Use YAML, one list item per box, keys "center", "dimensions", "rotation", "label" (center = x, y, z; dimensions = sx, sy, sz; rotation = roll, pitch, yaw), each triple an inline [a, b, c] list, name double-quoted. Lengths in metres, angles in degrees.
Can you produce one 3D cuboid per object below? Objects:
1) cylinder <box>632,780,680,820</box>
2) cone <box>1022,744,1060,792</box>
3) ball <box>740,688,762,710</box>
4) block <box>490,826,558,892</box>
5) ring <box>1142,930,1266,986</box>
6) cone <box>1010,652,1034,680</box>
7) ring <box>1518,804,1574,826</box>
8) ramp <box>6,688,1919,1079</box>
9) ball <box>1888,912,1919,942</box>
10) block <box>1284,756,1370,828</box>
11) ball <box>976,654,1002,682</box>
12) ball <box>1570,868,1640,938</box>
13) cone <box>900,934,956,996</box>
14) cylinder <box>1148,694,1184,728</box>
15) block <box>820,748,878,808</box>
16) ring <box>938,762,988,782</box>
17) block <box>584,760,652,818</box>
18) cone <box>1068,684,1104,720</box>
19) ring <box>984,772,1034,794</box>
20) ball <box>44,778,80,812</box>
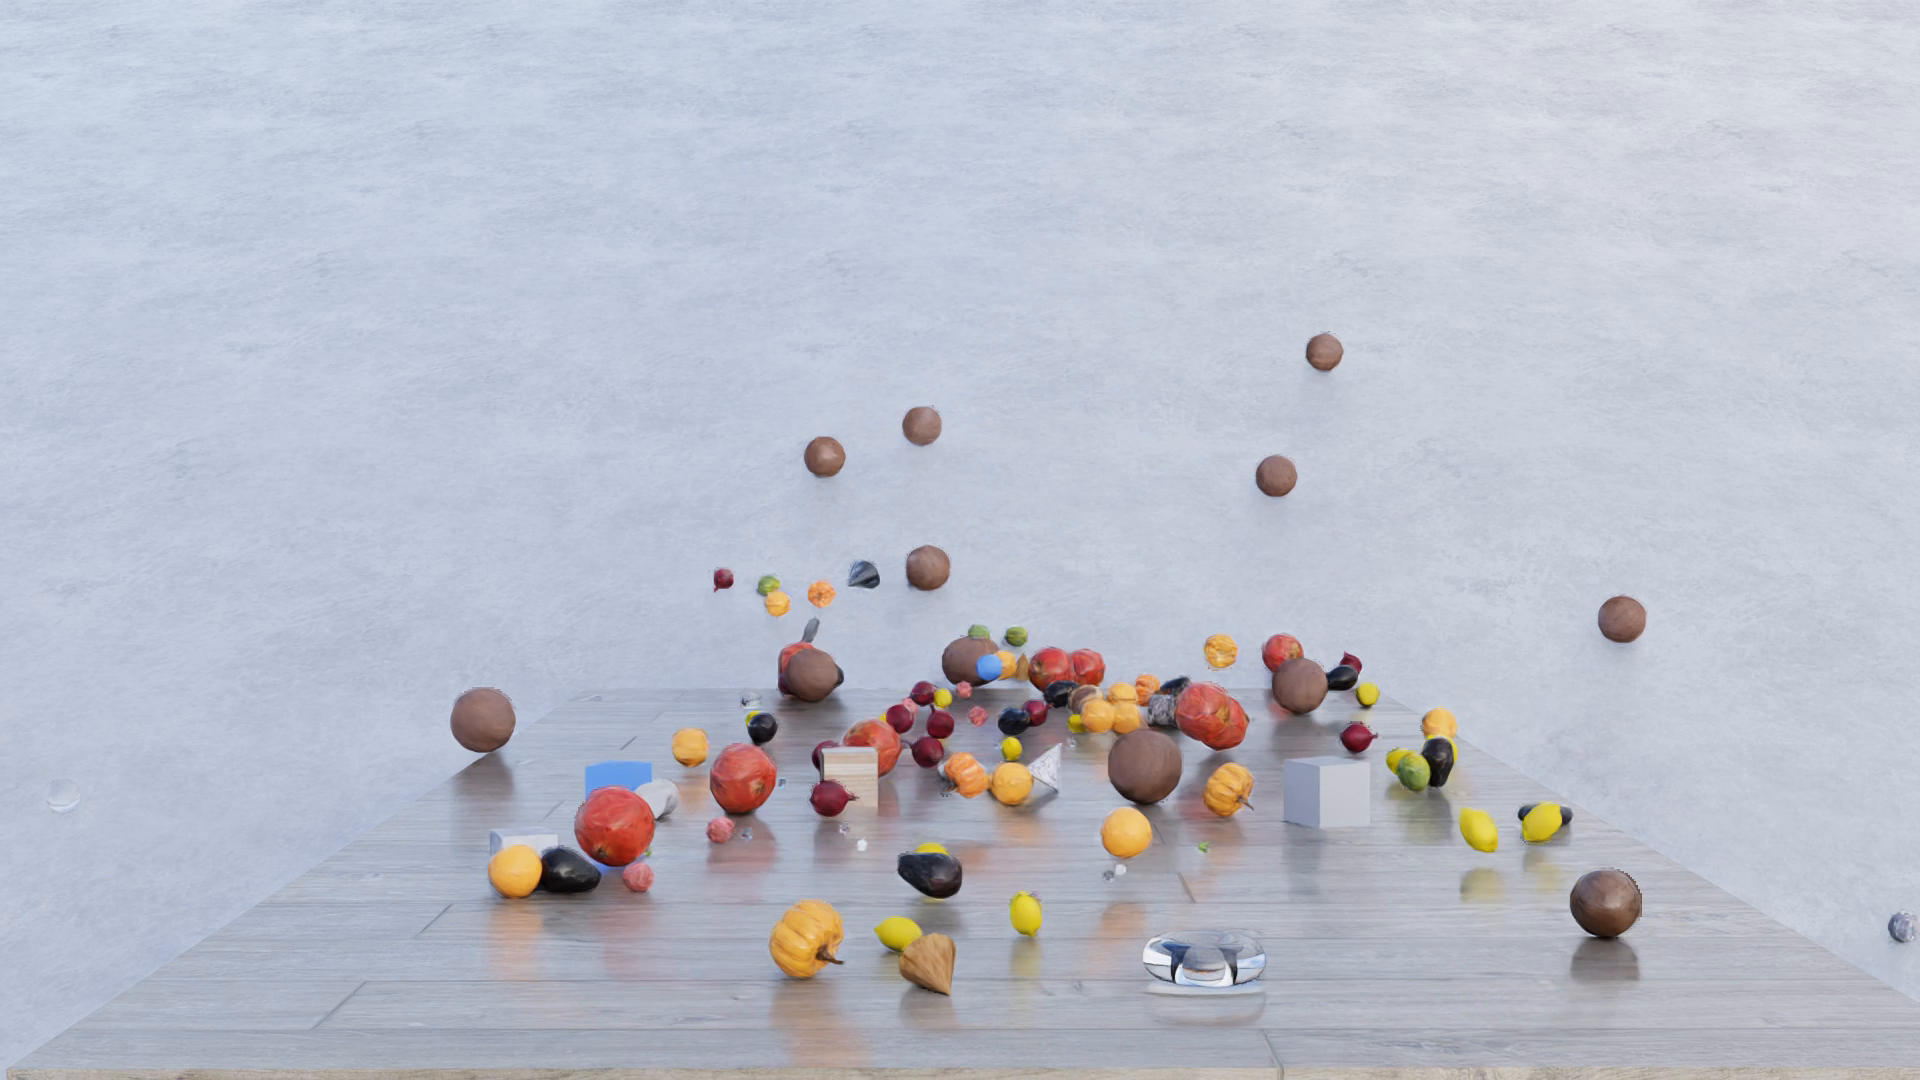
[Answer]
- center: [-0.504, 0.429, 4.261]
  dimensions: [0.060, 0.060, 0.060]
  rotation: [7, 4, 14]
  label: "cylinder"
- center: [0.161, 0.394, 4.576]
  dimensions: [0.078, 0.078, 0.078]
  rotation: [29, -7, 4]
  label: "cone"
- center: [-0.487, 0.371, 5.992]
  dimensions: [0.050, 0.050, 0.050]
  rotation: [0, 24, 0]
  label: "ball"
- center: [-0.609, 0.445, 3.595]
  dimensions: [0.077, 0.077, 0.077]
  rotation: [-1, 2, -23]
  label: "block"
- center: [0.282, 0.482, 2.973]
  dimensions: [0.143, 0.048, 0.143]
  rotation: [1, 1, 0]
  label: "ring"
- center: [0.166, 0.325, 6.792]
  dimensions: [0.068, 0.068, 0.068]
  rotation: [3, 19, -1]
  label: "cone"
- center: [0.952, 0.446, 4.190]
  dimensions: [0.088, 0.029, 0.088]
  rotation: [-1, 1, 0]
  label: "ring"
- center: [0.055, 0.499, 4.546]
  dimensions: [2.000, 0.100, 4.000]
  rotation: [0, 2, 0]
  label: "ramp"
- center: [2.066, 0.846, 5.634]
  dimensions: [0.067, 0.067, 0.067]
  rotation: [0, 24, 0]
  label: "ball"
- center: [0.599, 0.411, 4.208]
  dimensions: [0.100, 0.100, 0.100]
  rotation: [-1, 2, -29]
  label: "block"
- center: [0.071, 0.306, 6.187]
  dimensions: [0.065, 0.065, 0.065]
  rotation: [0, 24, 0]
  label: "ball"
- center: [0.806, 0.454, 3.220]
  dimensions: [0.086, 0.086, 0.086]
  rotation: [0, 24, 0]
  label: "ball"
- center: [-0.024, 0.493, 2.906]
  dimensions: [0.069, 0.069, 0.069]
  rotation: [-9, 32, -19]
  label: "cone"
- center: [0.449, 0.373, 5.610]
  dimensions: [0.070, 0.070, 0.070]
  rotation: [2, 24, 15]
  label: "cylinder"
- center: [-0.191, 0.407, 4.428]
  dimensions: [0.091, 0.091, 0.091]
  rotation: [0, 2, -7]
  label: "block"
- center: [0.005, 0.427, 4.732]
  dimensions: [0.093, 0.031, 0.093]
  rotation: [1, 2, 0]
  label: "ring"
- center: [-0.569, 0.416, 4.296]
  dimensions: [0.084, 0.084, 0.084]
  rotation: [1, 2, 15]
  label: "block"
- center: [0.292, 0.384, 5.801]
  dimensions: [0.085, 0.085, 0.085]
  rotation: [-4, 29, -9]
  label: "cone"
- center: [0.086, 0.432, 4.589]
  dimensions: [0.092, 0.031, 0.092]
  rotation: [1, 1, 0]
  label: "ring"
- center: [-2.141, 0.609, 6.147]
  dimensions: [0.081, 0.081, 0.081]
  rotation: [0, 24, 0]
  label: "ball"
